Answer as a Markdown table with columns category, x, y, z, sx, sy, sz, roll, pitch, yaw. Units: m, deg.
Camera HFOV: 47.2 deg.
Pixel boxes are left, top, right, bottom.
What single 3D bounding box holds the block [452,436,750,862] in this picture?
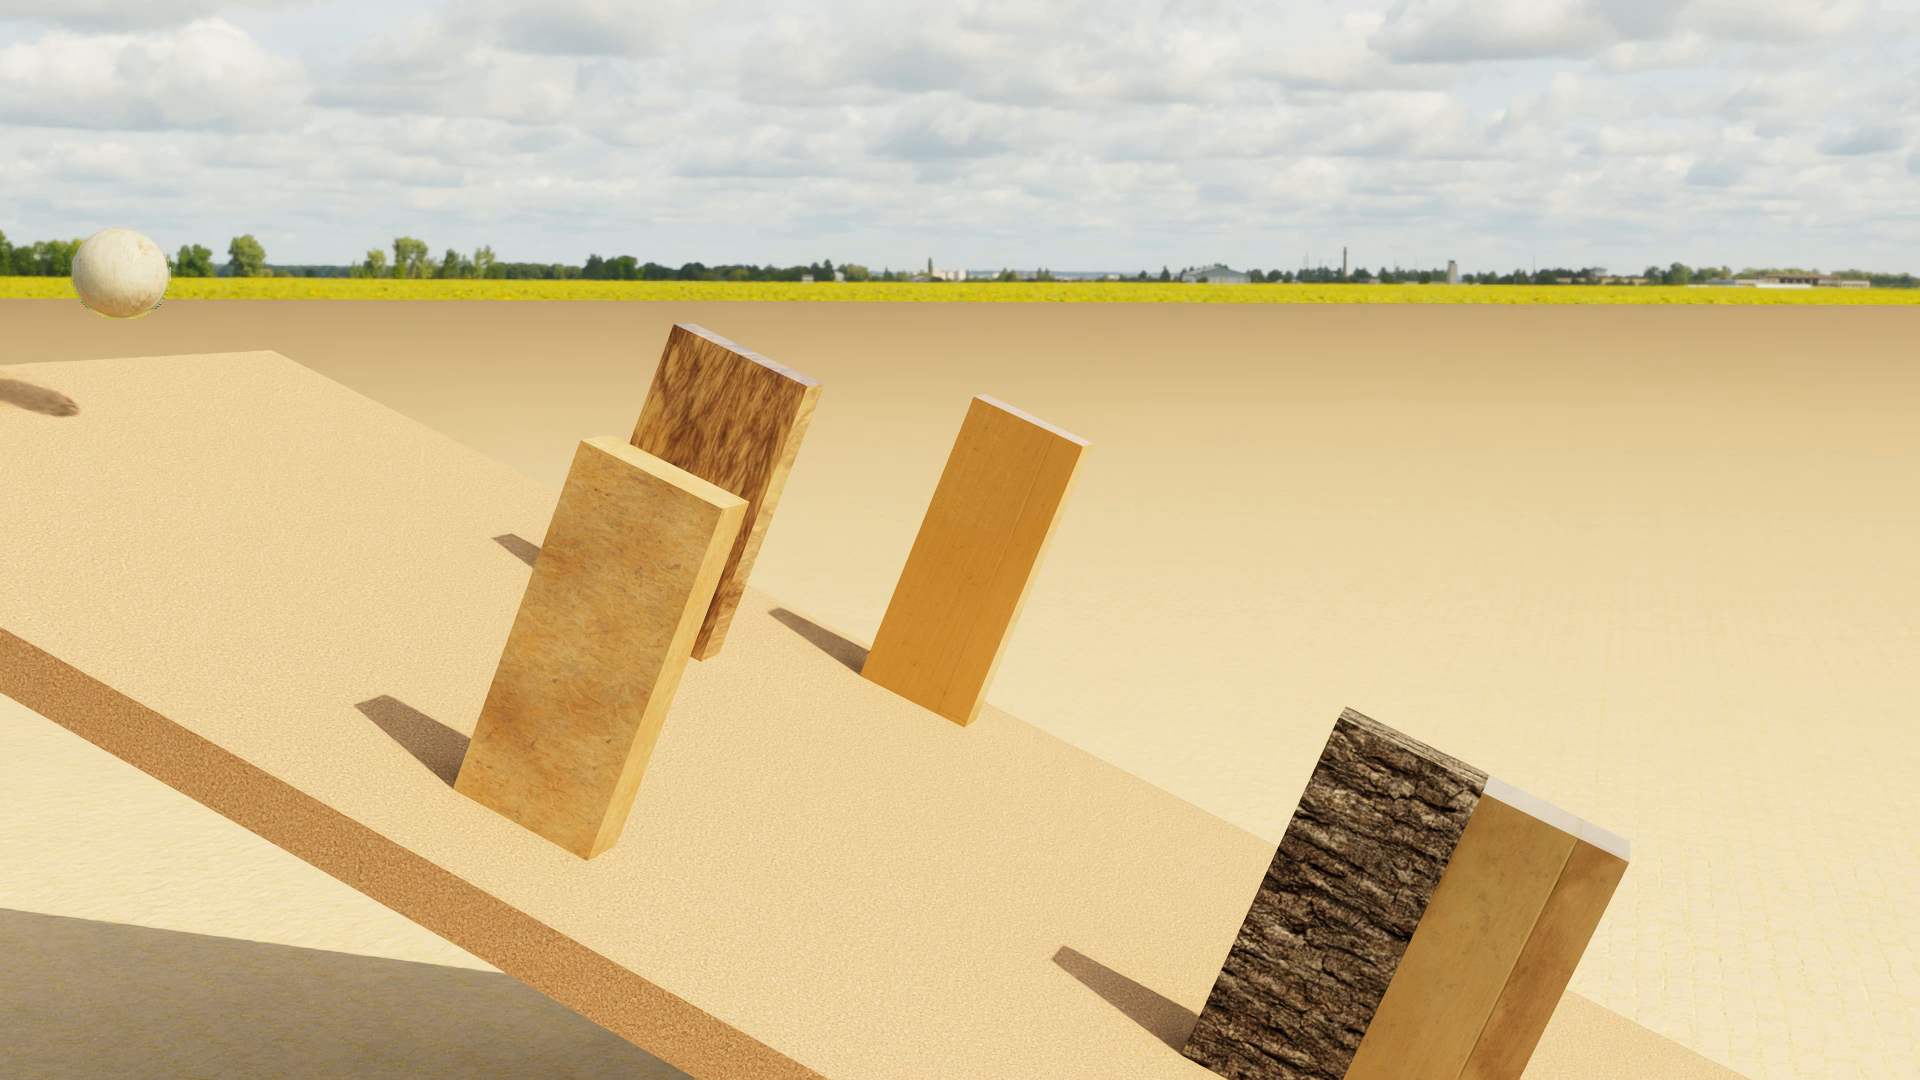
| category | x | y | z | sx | sy | sz | roll | pitch | yaw |
| --- | --- | --- | --- | --- | --- | --- | --- | --- | --- |
| block | -0.575 | 0.172 | 3.501 | 0.258 | 0.619 | 0.105 | 25 | 13 | 13 |

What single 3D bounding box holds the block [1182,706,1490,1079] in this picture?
| category | x | y | z | sx | sy | sz | roll | pitch | yaw |
| --- | --- | --- | --- | --- | --- | --- | --- | --- | --- |
| block | 0.614 | 0.621 | 3.622 | 0.253 | 0.641 | 0.094 | 25 | 13 | 13 |

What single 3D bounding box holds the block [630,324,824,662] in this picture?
| category | x | y | z | sx | sy | sz | roll | pitch | yaw |
| --- | --- | --- | --- | --- | --- | --- | --- | --- | --- |
| block | -0.553 | -0.101 | 4.614 | 0.319 | 0.629 | 0.095 | 25 | 13 | 13 |

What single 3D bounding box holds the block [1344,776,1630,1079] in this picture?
| category | x | y | z | sx | sy | sz | roll | pitch | yaw |
| --- | --- | --- | --- | --- | --- | --- | --- | --- | --- |
| block | 0.897 | 0.727 | 3.805 | 0.283 | 0.579 | 0.142 | 25 | 13 | 13 |

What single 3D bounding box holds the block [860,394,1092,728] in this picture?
| category | x | y | z | sx | sy | sz | roll | pitch | yaw |
| --- | --- | --- | --- | --- | --- | --- | --- | --- | --- |
| block | 0.033 | 0.047 | 4.871 | 0.267 | 0.685 | 0.090 | 25 | 13 | 13 |

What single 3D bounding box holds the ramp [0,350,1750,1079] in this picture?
| category | x | y | z | sx | sy | sz | roll | pitch | yaw |
| --- | --- | --- | --- | --- | --- | --- | --- | --- | --- |
| ramp | -0.295 | 0.516 | 4.188 | 4.000 | 0.100 | 2.000 | 25 | 13 | 13 |

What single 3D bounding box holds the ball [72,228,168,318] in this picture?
| category | x | y | z | sx | sy | sz | roll | pitch | yaw |
| --- | --- | --- | --- | --- | --- | --- | --- | --- | --- |
| ball | -1.670 | -0.532 | 4.374 | 0.179 | 0.179 | 0.179 | 0 | 7 | 0 |
